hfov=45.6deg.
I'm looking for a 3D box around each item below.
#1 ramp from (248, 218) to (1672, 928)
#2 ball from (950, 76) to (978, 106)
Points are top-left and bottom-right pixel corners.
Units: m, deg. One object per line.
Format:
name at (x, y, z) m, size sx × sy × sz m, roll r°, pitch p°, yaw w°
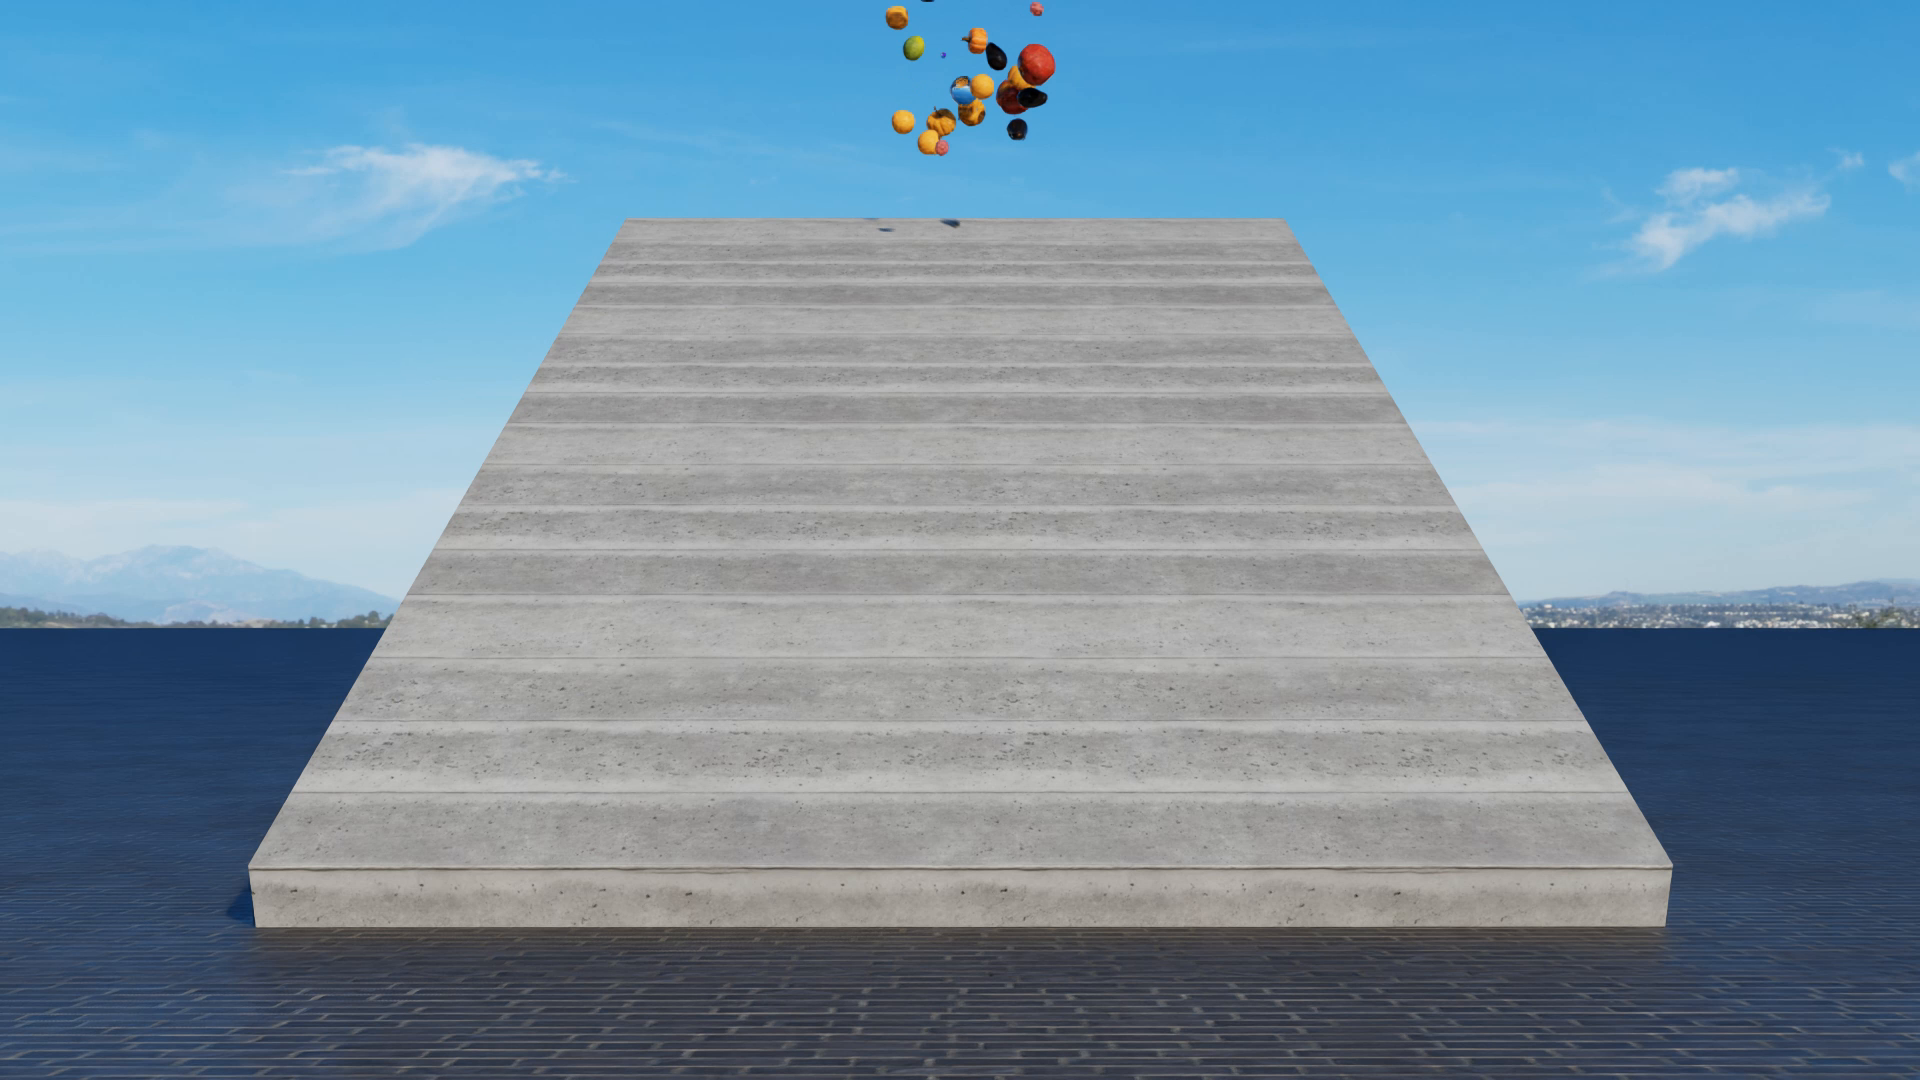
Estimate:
ramp at (-0.006, -0.215, 5.088) m, size 2.000 × 0.100 × 4.000 m, roll 0°, pitch 21°, yaw 0°
ball at (0.012, -1.335, 6.784) m, size 0.084 × 0.084 × 0.084 m, roll 0°, pitch -2°, yaw 0°
